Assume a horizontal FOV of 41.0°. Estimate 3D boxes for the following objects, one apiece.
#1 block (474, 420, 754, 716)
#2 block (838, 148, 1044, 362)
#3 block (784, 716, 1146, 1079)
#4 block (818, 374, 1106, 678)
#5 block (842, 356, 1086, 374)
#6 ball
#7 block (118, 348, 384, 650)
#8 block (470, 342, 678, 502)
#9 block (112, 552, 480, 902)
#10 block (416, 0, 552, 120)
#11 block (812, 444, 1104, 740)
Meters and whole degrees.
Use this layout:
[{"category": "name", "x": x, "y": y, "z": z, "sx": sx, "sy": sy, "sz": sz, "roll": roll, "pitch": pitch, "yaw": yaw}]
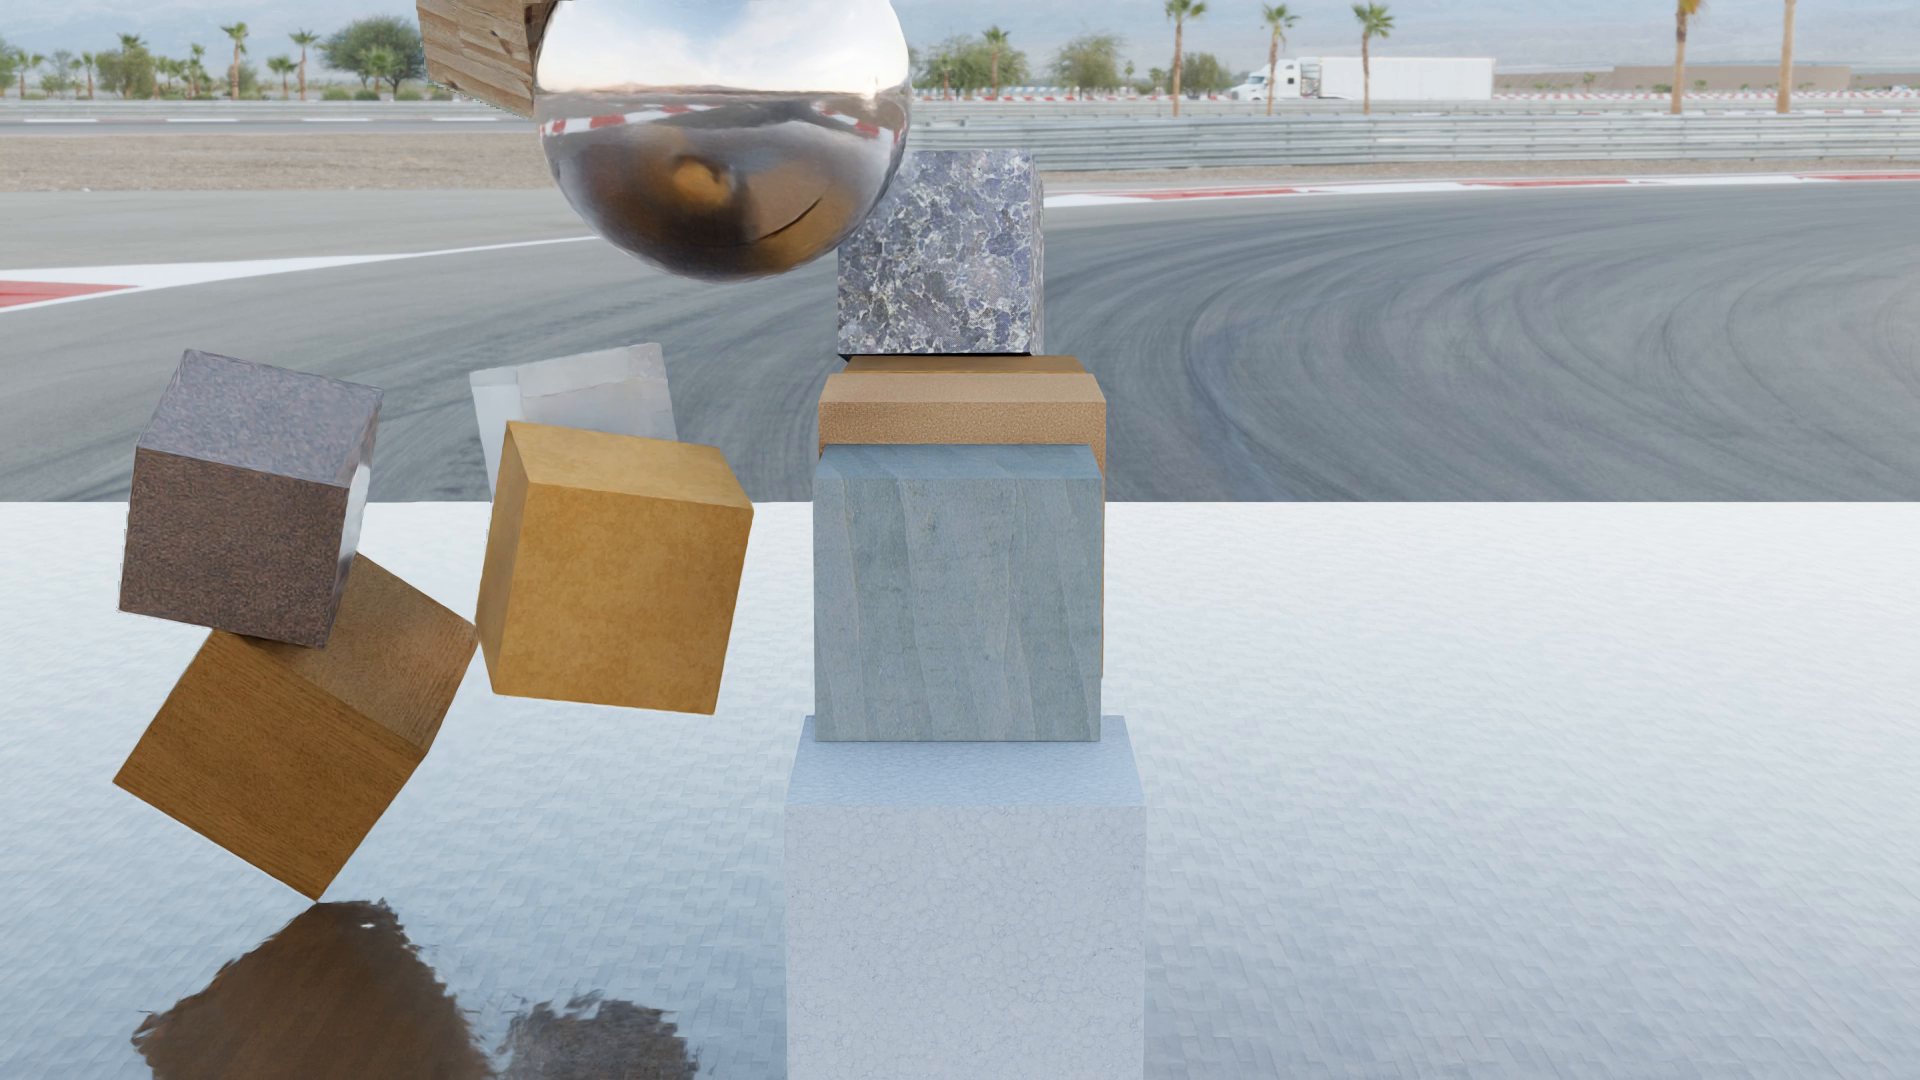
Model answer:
[{"category": "block", "x": -1.326, "y": 0.098, "z": 9.708, "sx": 0.828, "sy": 0.820, "sz": 0.766, "roll": 7, "pitch": 17, "yaw": -18}, {"category": "block", "x": -0.074, "y": -1.284, "z": 12.069, "sx": 0.876, "sy": 0.926, "sz": 0.873, "roll": 0, "pitch": -3, "yaw": 6}, {"category": "block", "x": 0.017, "y": 1.335, "z": 8.847, "sx": 1.154, "sy": 1.207, "sz": 1.174, "roll": 0, "pitch": 10, "yaw": 0}, {"category": "block", "x": 0.007, "y": -0.077, "z": 10.251, "sx": 1.088, "sy": 1.075, "sz": 0.929, "roll": 0, "pitch": 10, "yaw": 0}, {"category": "block", "x": 0.018, "y": -0.247, "z": 11.240, "sx": 1.008, "sy": 1.059, "sz": 1.030, "roll": 0, "pitch": 8, "yaw": 0}, {"category": "ball", "x": -0.998, "y": -1.883, "z": 10.838, "sx": 1.600, "sy": 1.600, "sz": 1.600, "roll": 0, "pitch": 10, "yaw": 0}, {"category": "block", "x": -2.903, "y": -0.178, "z": 10.553, "sx": 0.821, "sy": 0.762, "sz": 0.881, "roll": 11, "pitch": 29, "yaw": -9}, {"category": "block", "x": -1.922, "y": -0.570, "z": 12.842, "sx": 0.754, "sy": 0.697, "sz": 0.732, "roll": -13, "pitch": 7, "yaw": -28}, {"category": "block", "x": -2.846, "y": 0.714, "z": 11.133, "sx": 0.993, "sy": 0.969, "sz": 1.002, "roll": 34, "pitch": 26, "yaw": -13}, {"category": "block", "x": -1.877, "y": -2.471, "z": 11.407, "sx": 0.766, "sy": 0.822, "sz": 0.789, "roll": 25, "pitch": 43, "yaw": 35}, {"category": "block", "x": -0.008, "y": 0.167, "z": 9.332, "sx": 0.995, "sy": 0.921, "sz": 0.951, "roll": 0, "pitch": 9, "yaw": 0}]
